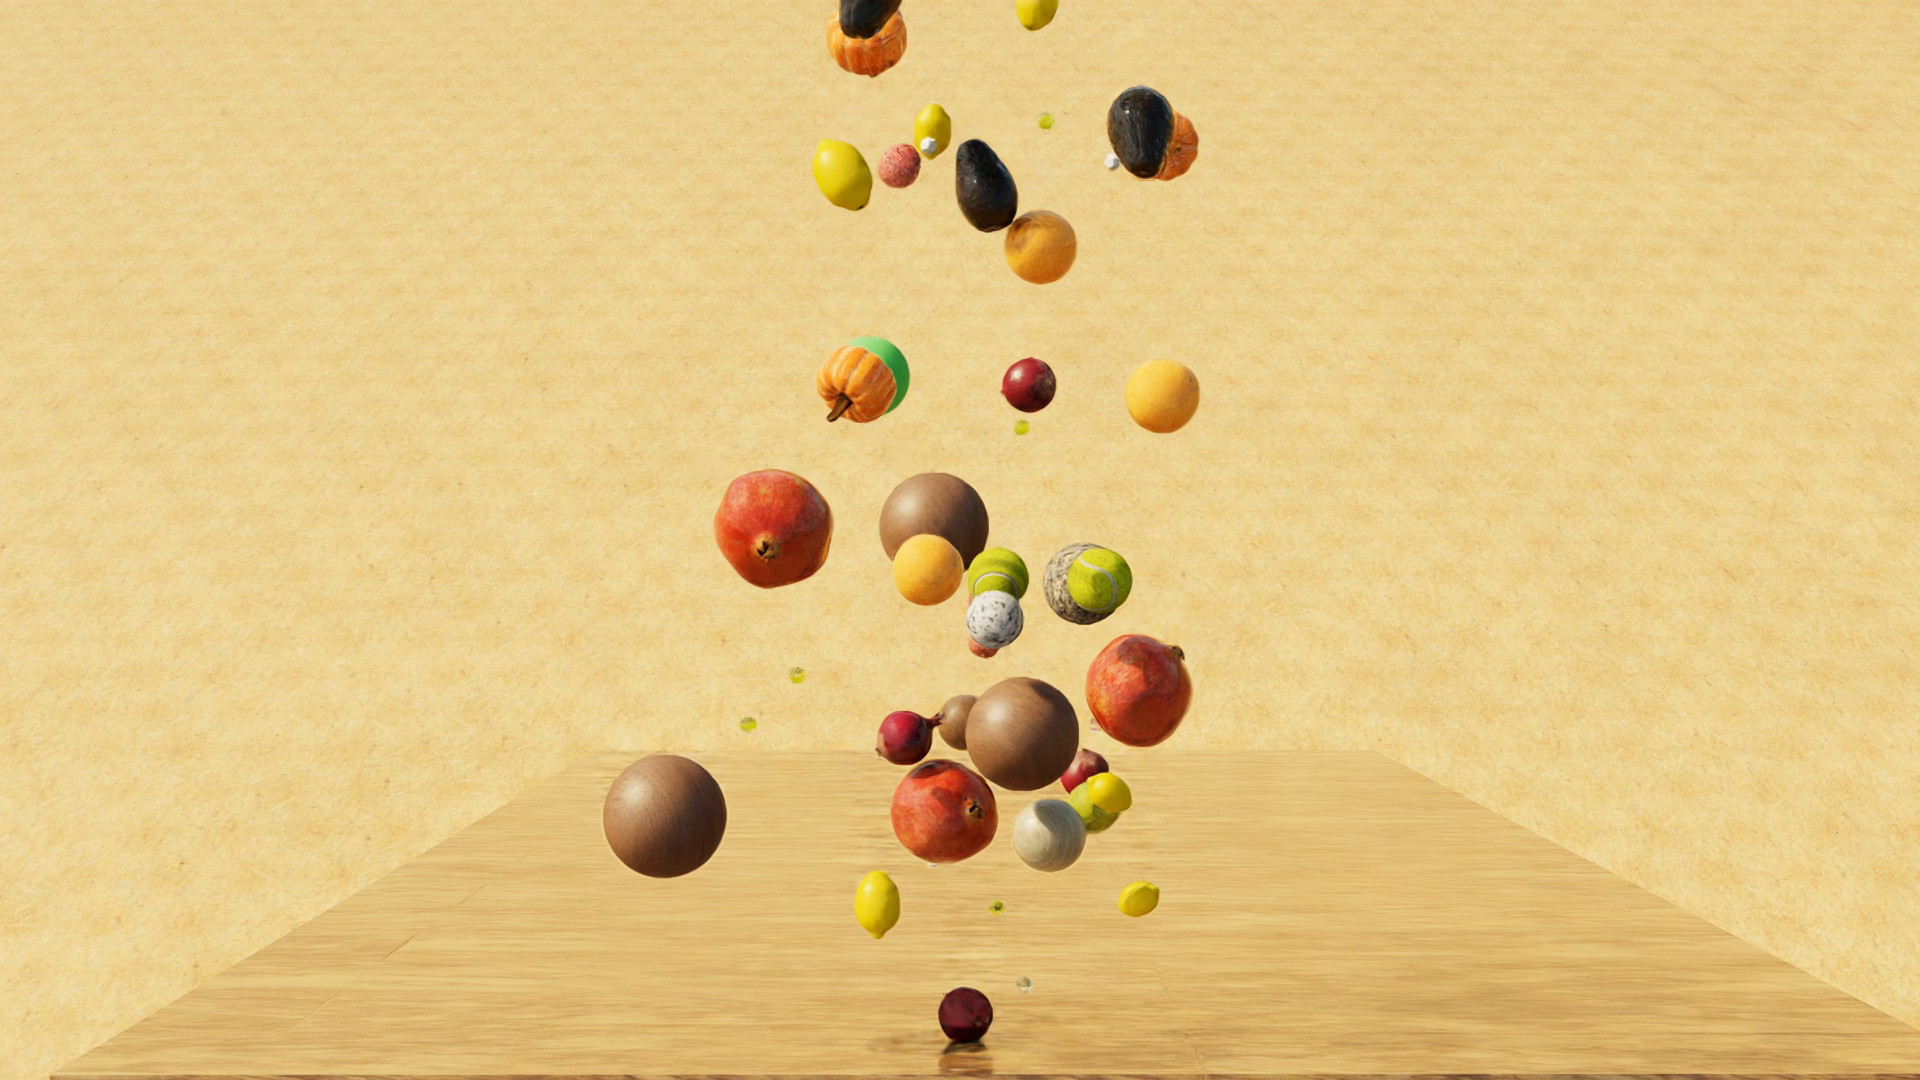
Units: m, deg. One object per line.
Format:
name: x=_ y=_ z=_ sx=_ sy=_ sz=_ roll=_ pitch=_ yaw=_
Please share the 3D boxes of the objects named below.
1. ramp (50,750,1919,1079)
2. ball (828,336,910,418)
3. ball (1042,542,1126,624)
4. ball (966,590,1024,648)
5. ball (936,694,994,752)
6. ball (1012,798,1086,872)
ramp: x=0.066 y=0.593 z=4.648 sx=2.000 sy=0.100 sz=4.000 roll=0 pitch=0 yaw=0
ball: x=-0.091 y=-0.164 z=2.597 sx=0.082 sy=0.082 sz=0.082 roll=0 pitch=30 yaw=0
ball: x=0.136 y=0.047 z=2.839 sx=0.091 sy=0.091 sz=0.091 roll=0 pitch=30 yaw=0
ball: x=0.039 y=0.087 z=2.856 sx=0.065 sy=0.065 sz=0.065 roll=0 pitch=30 yaw=0
ball: x=0.007 y=0.222 z=3.137 sx=0.070 sy=0.070 sz=0.070 roll=0 pitch=30 yaw=0
ball: x=0.103 y=0.341 z=2.992 sx=0.086 sy=0.086 sz=0.086 roll=0 pitch=30 yaw=0
